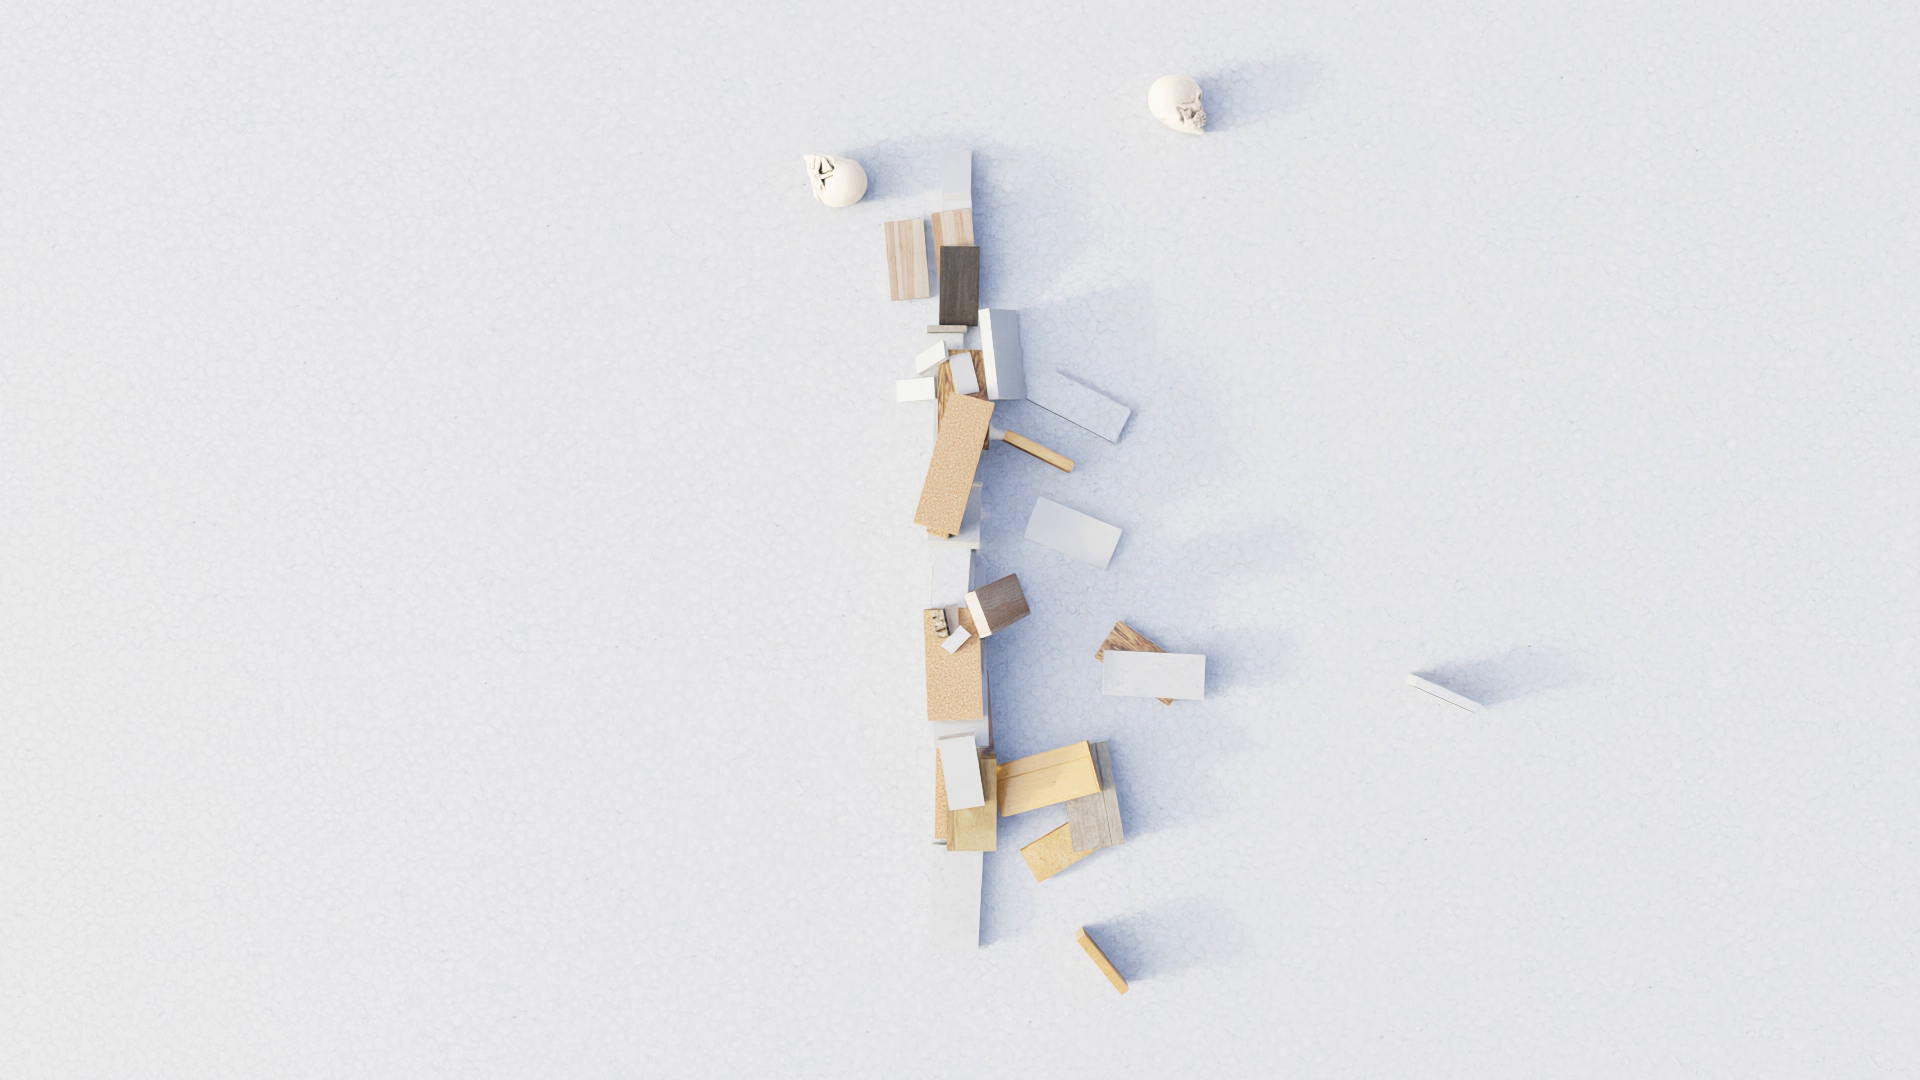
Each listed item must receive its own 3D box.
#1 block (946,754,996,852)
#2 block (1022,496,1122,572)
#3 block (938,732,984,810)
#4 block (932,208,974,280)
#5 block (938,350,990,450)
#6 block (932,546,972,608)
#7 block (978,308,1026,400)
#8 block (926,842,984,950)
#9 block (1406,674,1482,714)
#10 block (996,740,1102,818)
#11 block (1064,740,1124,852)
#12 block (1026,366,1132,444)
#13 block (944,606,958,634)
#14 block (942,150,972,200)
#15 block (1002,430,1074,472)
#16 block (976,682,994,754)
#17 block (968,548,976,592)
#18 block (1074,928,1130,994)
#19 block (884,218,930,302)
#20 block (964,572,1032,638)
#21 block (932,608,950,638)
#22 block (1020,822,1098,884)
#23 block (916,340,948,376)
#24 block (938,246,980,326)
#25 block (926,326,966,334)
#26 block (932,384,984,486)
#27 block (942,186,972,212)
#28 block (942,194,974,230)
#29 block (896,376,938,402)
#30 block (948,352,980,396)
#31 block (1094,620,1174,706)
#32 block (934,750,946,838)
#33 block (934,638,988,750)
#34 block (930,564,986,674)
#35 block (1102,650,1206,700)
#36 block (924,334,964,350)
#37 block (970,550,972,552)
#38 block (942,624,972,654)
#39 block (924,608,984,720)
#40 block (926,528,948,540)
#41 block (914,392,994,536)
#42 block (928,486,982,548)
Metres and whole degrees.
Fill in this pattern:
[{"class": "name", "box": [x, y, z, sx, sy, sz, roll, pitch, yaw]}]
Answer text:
[{"class": "block", "box": [0.038, 0.858, 5.392, 0.162, 0.046, 0.325, 0, 106, -1]}, {"class": "block", "box": [0.373, -0.022, 5.479, 0.295, 0.042, 0.148, 23, 90, 0]}, {"class": "block", "box": [0.005, 0.745, 5.319, 0.115, 0.033, 0.247, -8, 106, 1]}, {"class": "block", "box": [-0.016, -0.956, 5.444, 0.130, 0.037, 0.259, -7, 107, 0]}, {"class": "block", "box": [0.012, -0.461, 5.414, 0.167, 0.047, 0.335, 0, 73, 0]}, {"class": "block", "box": [-0.028, 0.114, 5.375, 0.115, 0.033, 0.230, 4, 84, 1]}, {"class": "block", "box": [0.139, -0.609, 5.429, 0.042, 0.148, 0.295, -6, 90, 39]}, {"class": "block", "box": [-0.016, 1.182, 5.476, 0.170, 0.048, 0.339, 3, 90, 0]}, {"class": "block", "box": [1.595, 0.508, 5.442, 0.230, 0.115, 0.033, 24, 90, 0]}, {"class": "block", "box": [0.281, 0.787, 5.426, 0.339, 0.048, 0.170, -17, 80, 12]}, {"class": "block", "box": [0.430, 0.847, 5.450, 0.170, 0.048, 0.339, -9, 81, 0]}, {"class": "block", "box": [0.394, -0.450, 5.483, 0.331, 0.035, 0.122, 27, 90, 0]}, {"class": "block", "box": [-0.027, 0.259, 5.290, 0.045, 0.013, 0.090, -2, 92, 0]}, {"class": "block", "box": [-0.010, -1.205, 5.439, 0.094, 0.027, 0.187, 0, 60, 3]}, {"class": "block", "box": [0.258, -0.292, 5.439, 0.245, 0.122, 0.035, 26, 90, 0]}, {"class": "block", "box": [0.024, 0.598, 5.443, 0.162, 0.046, 0.325, -4, 78, 0]}, {"class": "block", "box": [-0.007, 0.077, 5.435, 0.115, 0.033, 0.230, 4, 72, 1]}, {"class": "block", "box": [0.467, 1.388, 5.442, 0.033, 0.115, 0.230, -39, 90, 0]}, {"class": "block", "box": [-0.176, -0.930, 5.482, 0.130, 0.037, 0.259, -5, 90, 0]}, {"class": "block", "box": [0.125, 0.210, 5.362, 0.042, 0.294, 0.147, -21, 90, 30]}, {"class": "block", "box": [-0.061, 0.268, 5.279, 0.045, 0.013, 0.090, -11, 92, 35]}, {"class": "block", "box": [0.336, 1.024, 5.483, 0.245, 0.035, 0.122, -30, 90, 0]}, {"class": "block", "box": [-0.092, -0.601, 5.440, 0.131, 0.019, 0.066, -27, 59, 37]}, {"class": "block", "box": [-0.003, -0.837, 5.442, 0.130, 0.037, 0.259, 1, 107, -2]}, {"class": "block", "box": [-0.043, -0.698, 5.467, 0.131, 0.066, 0.019, 0, 90, 0]}, {"class": "block", "box": [-0.004, -0.344, 5.427, 0.167, 0.047, 0.335, 1, 73, 0]}, {"class": "block", "box": [-0.011, -1.113, 5.487, 0.094, 0.027, 0.187, 1, 90, 0]}, {"class": "block", "box": [-0.005, -1.045, 5.452, 0.094, 0.027, 0.187, -4, 107, 1]}, {"class": "block", "box": [-0.143, -0.497, 5.458, 0.142, 0.020, 0.071, -3, 90, 28]}, {"class": "block", "box": [0.013, -0.541, 5.404, 0.071, 0.020, 0.142, -12, 73, -4]}, {"class": "block", "box": [0.609, 0.409, 5.479, 0.294, 0.042, 0.147, 33, 90, 0]}, {"class": "block", "box": [0.000, 0.827, 5.477, 0.162, 0.046, 0.325, 1, 90, 0]}, {"class": "block", "box": [0.001, 0.503, 5.410, 0.179, 0.051, 0.357, -1, 74, 1]}, {"class": "block", "box": [-0.007, 0.259, 5.426, 0.179, 0.051, 0.357, 1, 74, 0]}, {"class": "block", "box": [0.638, 0.444, 5.437, 0.331, 0.042, 0.147, 3, 90, 0]}, {"class": "block", "box": [-0.054, -0.654, 5.491, 0.131, 0.019, 0.066, -1, 90, 0]}, {"class": "block", "box": [-0.006, -0.079, 5.449, 0.115, 0.033, 0.230, 6, 73, 1]}, {"class": "block", "box": [-0.012, 0.319, 5.282, 0.045, 0.013, 0.090, 43, 100, -9]}, {"class": "block", "box": [-0.022, 0.400, 5.326, 0.179, 0.051, 0.357, -2, 92, 0]}, {"class": "block", "box": [-0.034, -0.138, 5.334, 0.071, 0.020, 0.262, 18, 80, 3]}, {"class": "block", "box": [-0.018, -0.247, 5.312, 0.148, 0.042, 0.441, 15, 82, 2]}, {"class": "block", "box": [-0.013, -0.136, 5.407, 0.167, 0.047, 0.335, 3, 65, 1]}]
